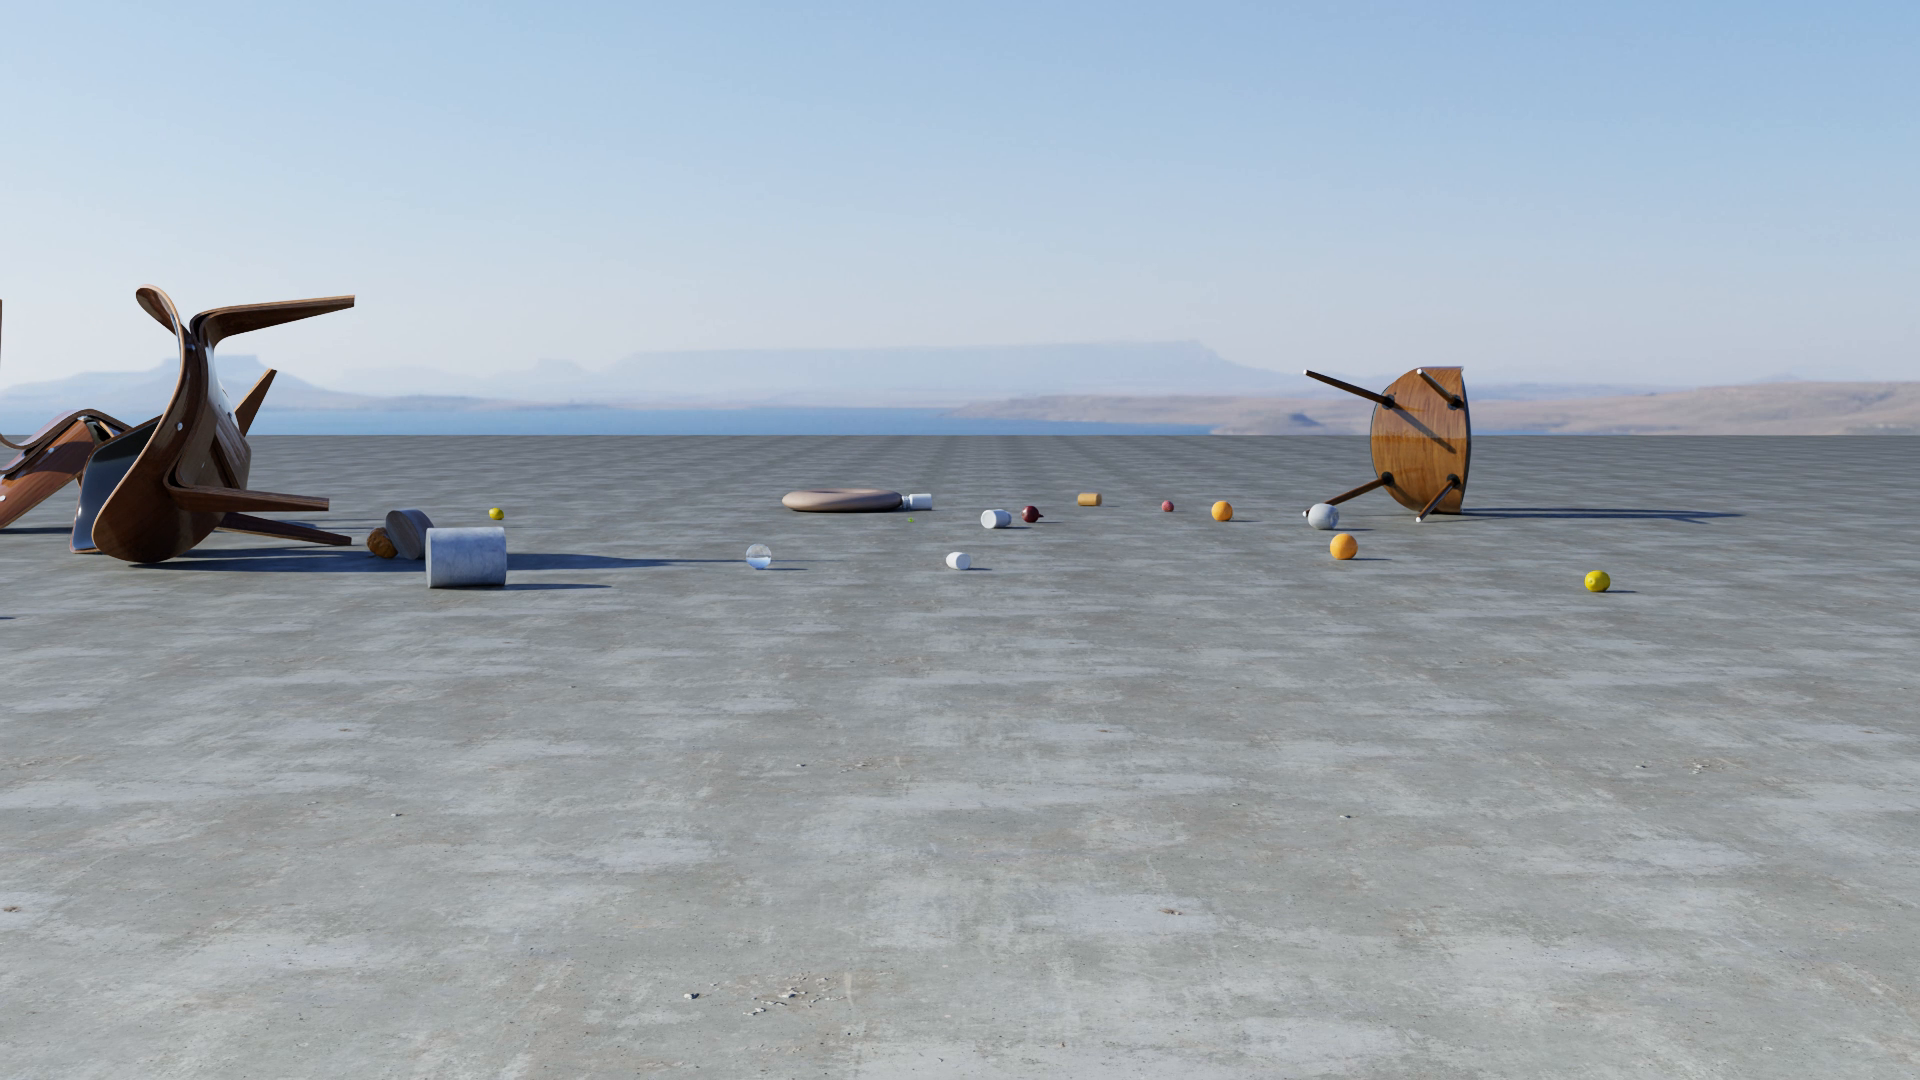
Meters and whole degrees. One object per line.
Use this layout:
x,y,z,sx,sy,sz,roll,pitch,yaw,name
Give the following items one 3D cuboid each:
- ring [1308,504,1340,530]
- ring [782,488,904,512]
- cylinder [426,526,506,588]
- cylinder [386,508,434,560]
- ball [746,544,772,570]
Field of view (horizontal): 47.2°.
1.163,-0.074,7.028,0.074,0.083,0.121,13,12,28,ring
-0.434,-0.148,8.197,0.441,0.071,0.514,2,5,23,ring
-1.122,0.039,4.992,0.166,0.136,0.136,-1,22,-19,cylinder
-1.452,-0.016,5.834,0.086,0.146,0.081,-37,-11,21,cylinder
-0.502,0.041,5.483,0.064,0.064,0.064,0,4,0,ball
